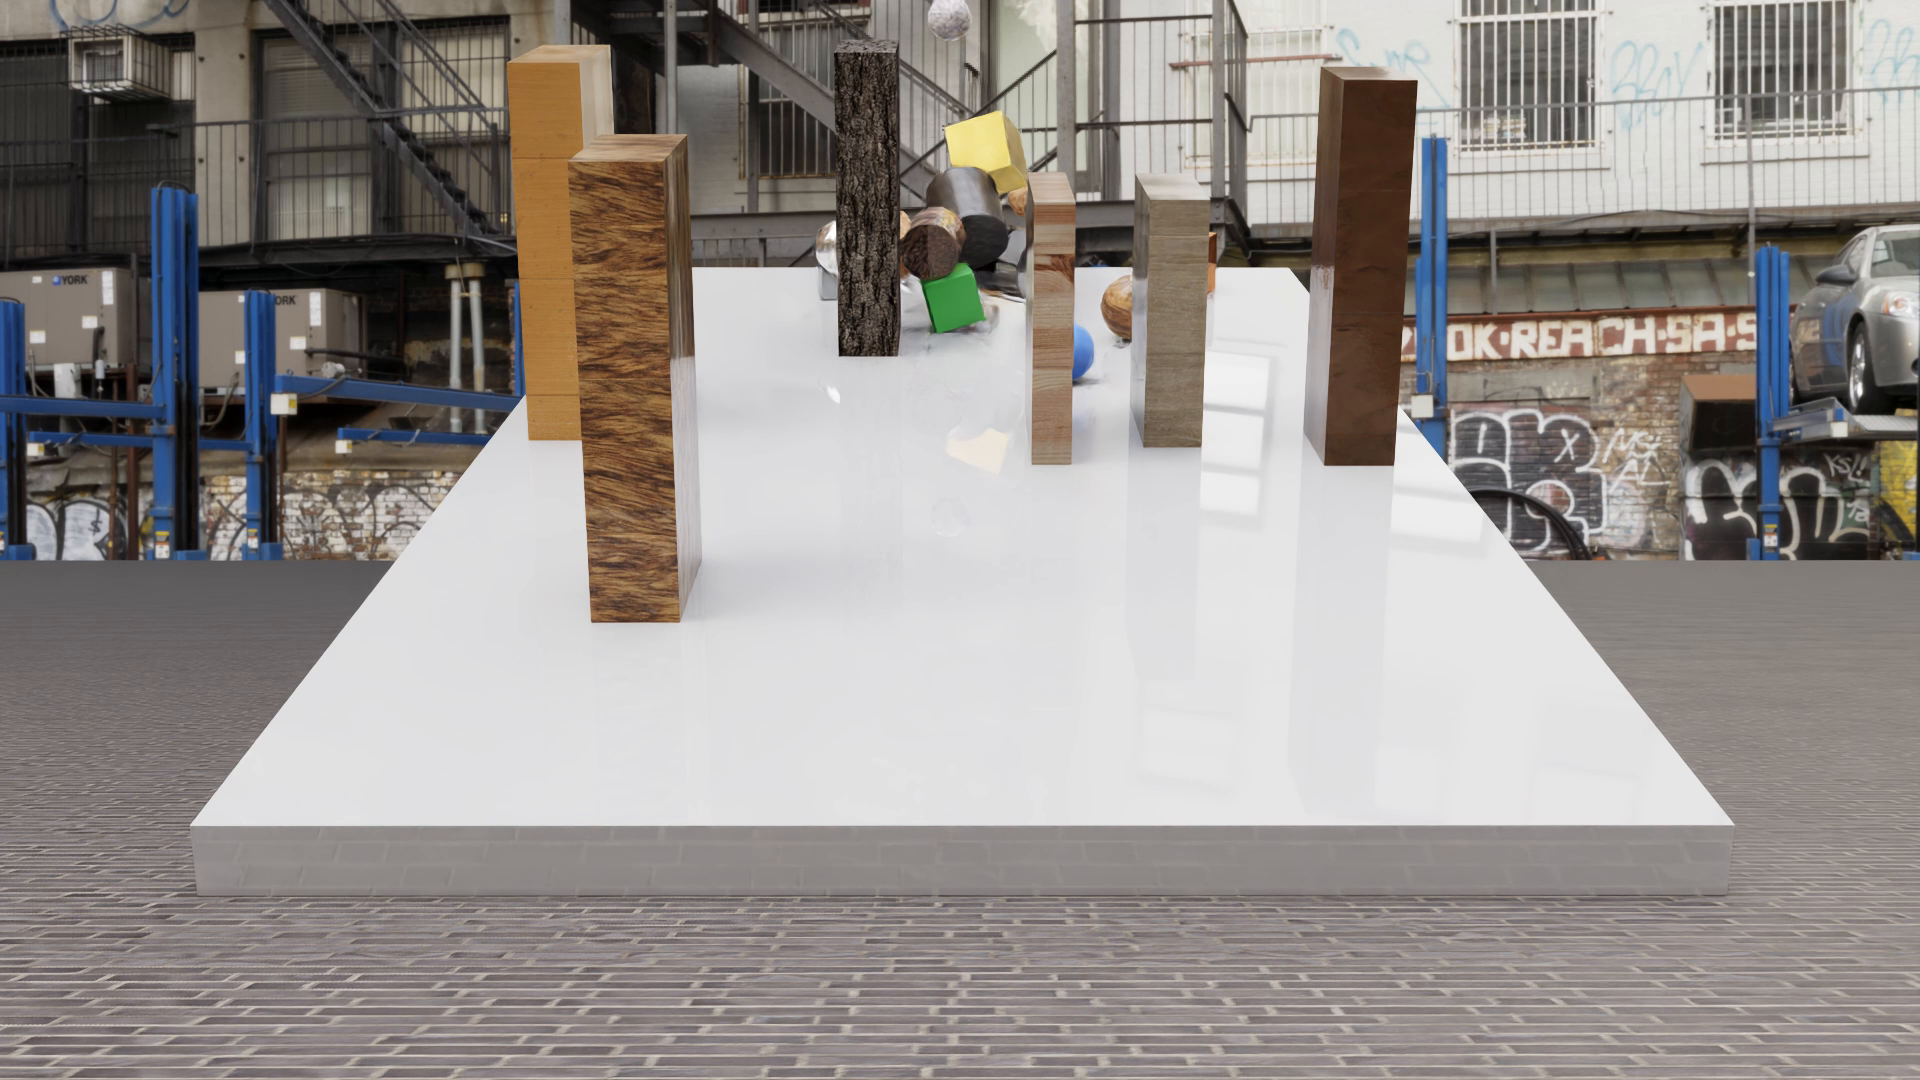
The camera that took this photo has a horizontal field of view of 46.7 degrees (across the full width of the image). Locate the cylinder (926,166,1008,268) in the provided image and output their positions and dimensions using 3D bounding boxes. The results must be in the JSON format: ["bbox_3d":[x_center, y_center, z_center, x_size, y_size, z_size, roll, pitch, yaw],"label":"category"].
[{"bbox_3d":[0.019,-0.875,6.043,0.196,0.196,0.196,-8,-39,-6],"label":"cylinder"}]

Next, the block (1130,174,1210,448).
[{"bbox_3d":[0.448,-0.502,4.802,0.123,0.523,0.384,0,17,0],"label":"block"}]

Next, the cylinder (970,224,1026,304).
[{"bbox_3d":[0.169,-0.763,6.175,0.205,0.205,0.205,0,13,-41],"label":"cylinder"}]

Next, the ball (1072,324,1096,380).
[{"bbox_3d":[0.250,-0.445,5.265,0.140,0.140,0.140,0,0,0],"label":"ball"}]

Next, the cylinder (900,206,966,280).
[{"bbox_3d":[-0.070,-0.773,5.807,0.153,0.153,0.153,0,25,7],"label":"cylinder"}]

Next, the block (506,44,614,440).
[{"bbox_3d":[-0.846,-0.653,4.832,0.147,0.791,0.426,0,17,0],"label":"block"}]

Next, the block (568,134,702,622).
[{"bbox_3d":[-0.530,-0.273,3.683,0.145,0.748,0.340,0,17,0],"label":"block"}]

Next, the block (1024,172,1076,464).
[{"bbox_3d":[0.187,-0.474,4.686,0.082,0.538,0.424,0,17,0],"label":"block"}]

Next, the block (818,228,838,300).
[{"bbox_3d":[-0.311,-0.778,6.273,0.171,0.171,0.171,-1,17,-7],"label":"block"}]

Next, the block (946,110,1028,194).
[{"bbox_3d":[0.077,-1.067,6.193,0.167,0.167,0.167,-14,-15,17],"label":"block"}]

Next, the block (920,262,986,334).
[{"bbox_3d":[-0.021,-0.635,5.828,0.131,0.131,0.131,-17,22,-2],"label":"block"}]

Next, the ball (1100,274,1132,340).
[{"bbox_3d":[0.444,-0.597,5.709,0.166,0.166,0.166,0,0,0],"label":"ball"}]

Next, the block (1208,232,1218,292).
[{"bbox_3d":[0.625,-0.784,6.315,0.162,0.162,0.162,7,19,22],"label":"block"}]

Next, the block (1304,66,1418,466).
[{"bbox_3d":[0.818,-0.565,4.580,0.144,0.778,0.286,0,17,0],"label":"block"}]

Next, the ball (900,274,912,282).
[{"bbox_3d":[-0.195,-0.820,6.449,0.149,0.149,0.149,0,0,0],"label":"ball"}]

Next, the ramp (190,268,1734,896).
[{"bbox_3d":[-0.003,-0.177,4.806,2.000,0.100,4.000,0,17,0],"label":"ramp"}]

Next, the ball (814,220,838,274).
[{"bbox_3d":[-0.318,-0.790,6.005,0.150,0.150,0.150,0,0,0],"label":"ball"}]

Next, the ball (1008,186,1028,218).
[{"bbox_3d":[0.203,-1.005,6.535,0.120,0.120,0.120,0,0,0],"label":"ball"}]

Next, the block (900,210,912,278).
[{"bbox_3d":[-0.167,-0.798,6.042,0.114,0.114,0.114,-29,43,-7],"label":"block"}]

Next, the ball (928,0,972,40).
[{"bbox_3d":[-0.030,-1.487,6.349,0.125,0.125,0.125,0,0,0],"label":"ball"}]

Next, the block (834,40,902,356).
[{"bbox_3d":[-0.228,-0.864,5.598,0.147,0.741,0.371,0,17,0],"label":"block"}]
